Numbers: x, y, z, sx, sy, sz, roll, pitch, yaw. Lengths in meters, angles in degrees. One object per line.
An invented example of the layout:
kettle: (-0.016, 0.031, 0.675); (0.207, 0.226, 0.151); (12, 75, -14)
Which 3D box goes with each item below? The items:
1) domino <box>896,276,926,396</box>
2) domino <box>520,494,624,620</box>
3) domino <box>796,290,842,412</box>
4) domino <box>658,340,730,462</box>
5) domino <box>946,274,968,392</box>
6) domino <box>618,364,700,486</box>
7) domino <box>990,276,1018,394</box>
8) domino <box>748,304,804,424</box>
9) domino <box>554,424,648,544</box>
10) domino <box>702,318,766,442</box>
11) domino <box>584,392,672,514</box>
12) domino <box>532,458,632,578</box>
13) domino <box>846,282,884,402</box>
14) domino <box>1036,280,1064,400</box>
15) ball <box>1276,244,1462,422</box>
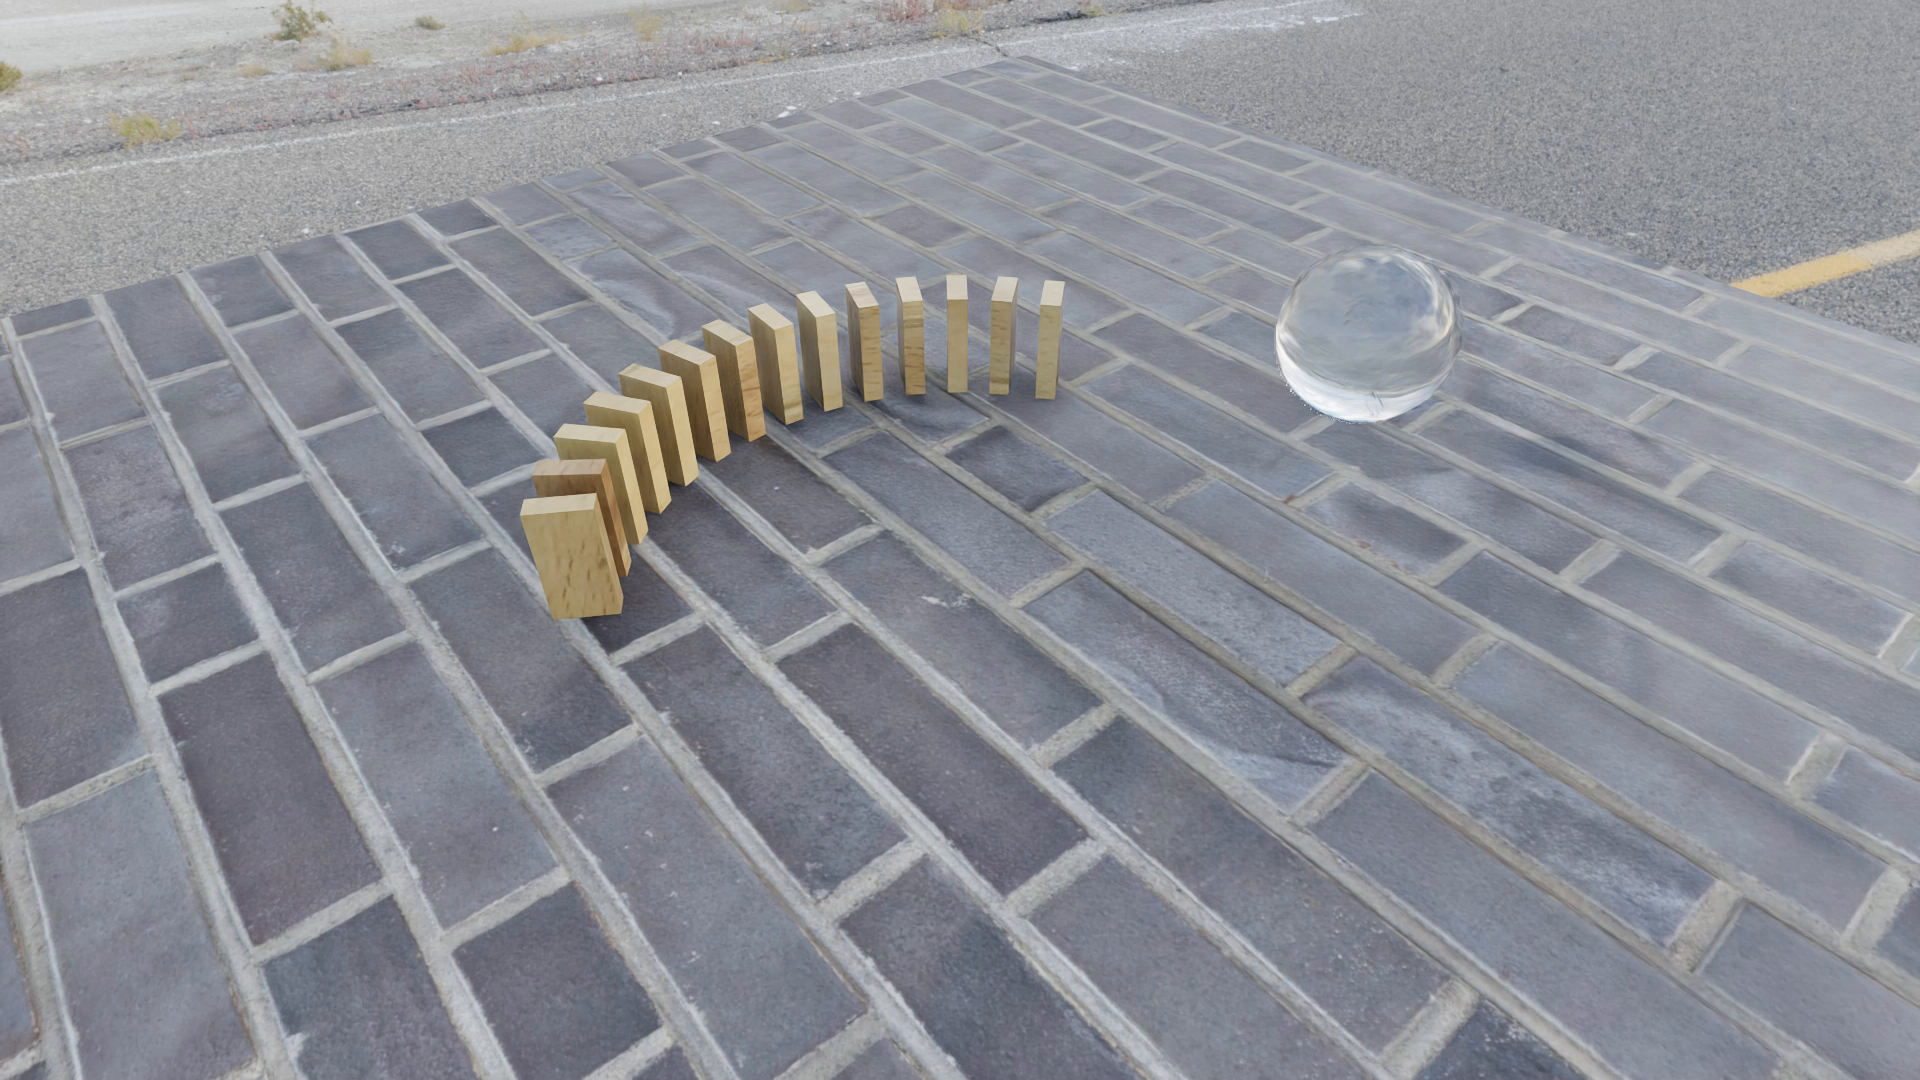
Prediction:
domino: (-0.024, -0.098, 0.532); (0.009, 0.050, 0.025); (-6, 40, -8)
domino: (-0.141, 0.007, 0.403); (0.025, 0.050, 0.009); (-5, 40, -7)
domino: (-0.066, -0.089, 0.520); (0.009, 0.050, 0.025); (-18, 43, -21)
domino: (-0.117, -0.061, 0.486); (0.025, 0.050, 0.009); (24, 45, 27)
domino: (-0.001, -0.100, 0.533); (0.009, 0.050, 0.025); (-1, 39, -1)
domino: (-0.129, -0.049, 0.471); (0.025, 0.050, 0.009); (18, 43, 20)
domino: (0.021, -0.098, 0.532); (0.010, 0.050, 0.025); (6, 40, 7)
domino: (-0.085, -0.081, 0.511); (0.009, 0.050, 0.025); (-25, 46, -28)
domino: (-0.142, -0.022, 0.438); (0.025, 0.050, 0.009); (6, 40, 7)
domino: (-0.102, -0.072, 0.499); (0.025, 0.050, 0.010); (32, 49, 33)
domino: (-0.137, -0.036, 0.455); (0.025, 0.050, 0.009); (11, 41, 14)
domino: (-0.144, -0.008, 0.421); (0.025, 0.050, 0.010); (-1, 39, -2)
domino: (-0.046, -0.095, 0.527); (0.010, 0.050, 0.025); (-12, 41, -15)
domino: (0.043, -0.096, 0.529); (0.010, 0.050, 0.025); (5, 40, 7)
ball: (0.186, -0.094, 0.502); (0.080, 0.080, 0.080); (0, 39, 0)
